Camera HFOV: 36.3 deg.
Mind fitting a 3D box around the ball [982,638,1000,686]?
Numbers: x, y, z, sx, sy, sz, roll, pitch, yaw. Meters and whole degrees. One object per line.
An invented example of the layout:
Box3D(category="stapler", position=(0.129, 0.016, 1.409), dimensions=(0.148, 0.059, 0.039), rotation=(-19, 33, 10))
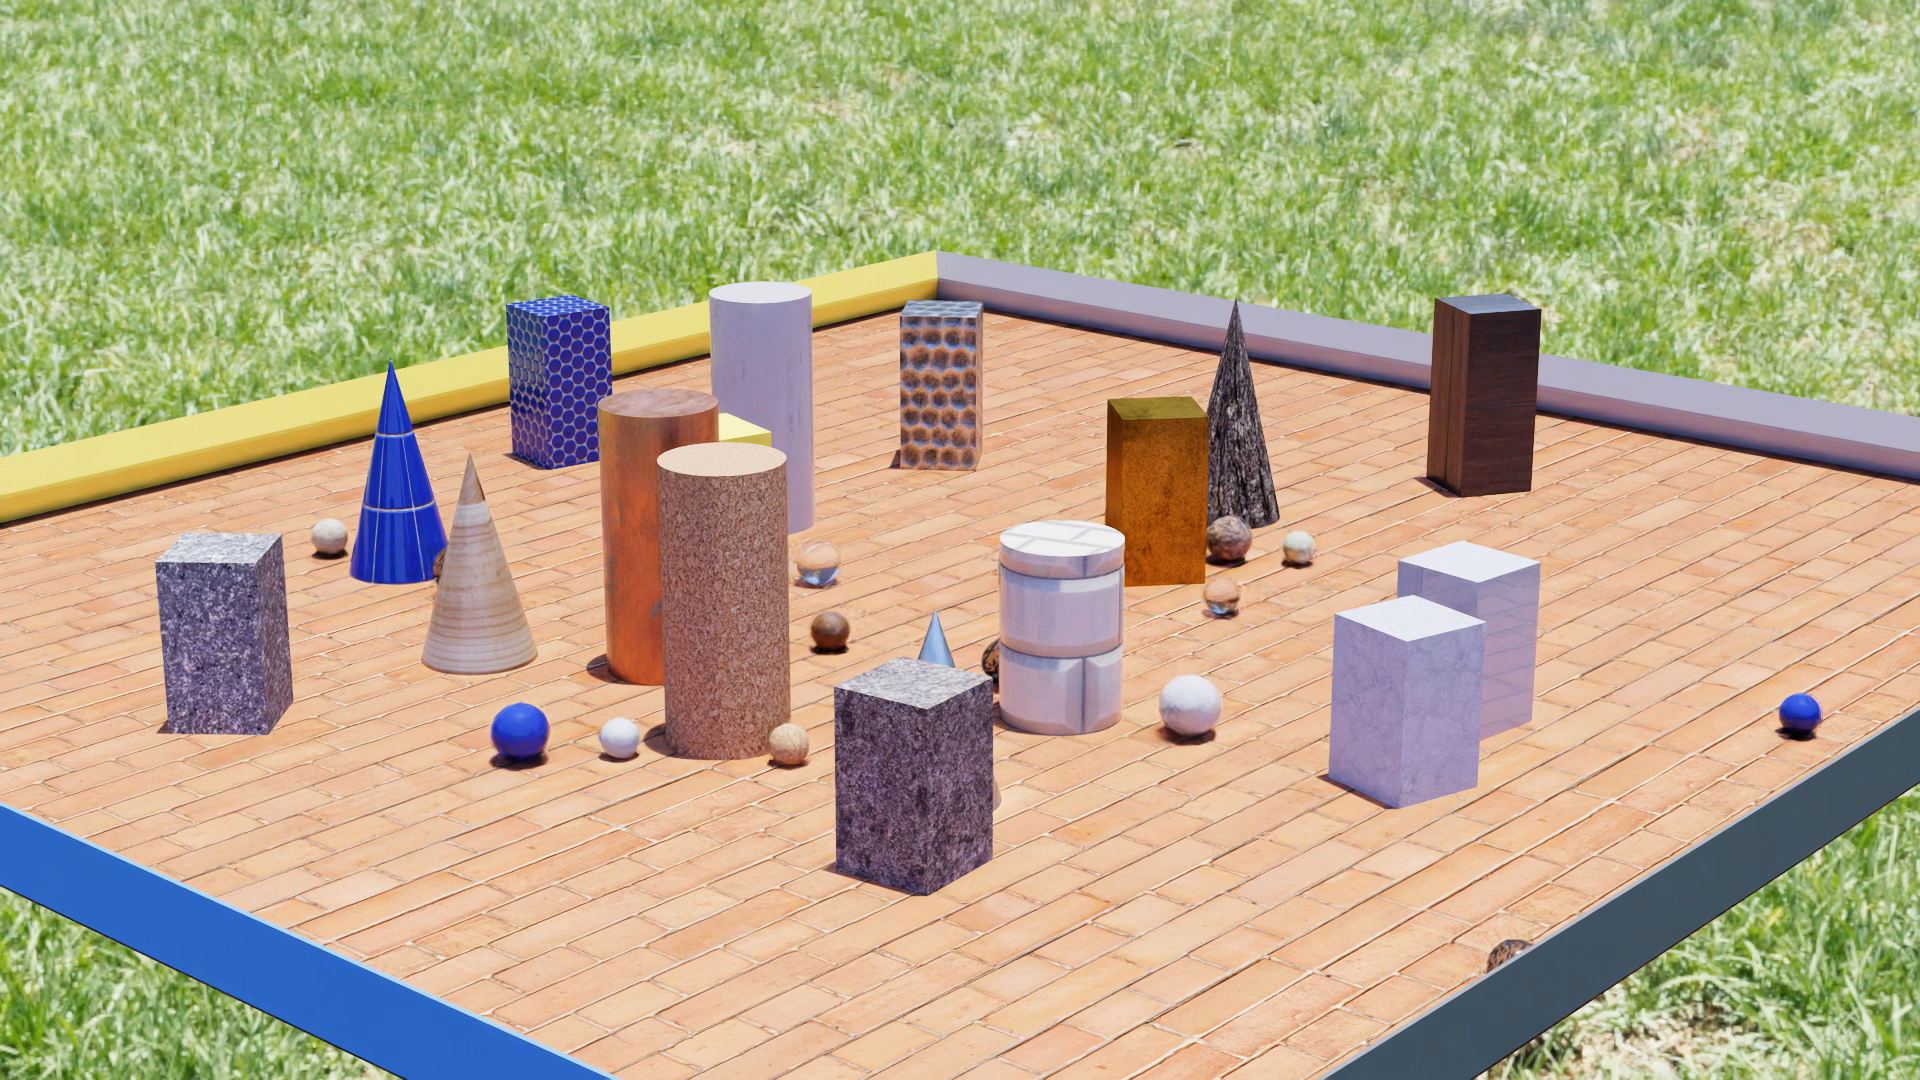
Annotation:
Box3D(category="ball", position=(0.073, 0.195, 4.657), dimensions=(0.079, 0.079, 0.079), rotation=(0, 17, 0))

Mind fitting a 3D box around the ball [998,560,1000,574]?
Box3D(category="ball", position=(0.090, 0.048, 5.196), dimensions=(0.049, 0.049, 0.049), rotation=(0, 17, 0))

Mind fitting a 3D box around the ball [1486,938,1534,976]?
Box3D(category="ball", position=(0.678, 0.524, 3.577), dimensions=(0.075, 0.075, 0.075), rotation=(0, 17, 0))

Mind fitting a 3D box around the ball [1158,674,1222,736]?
Box3D(category="ball", position=(0.348, 0.251, 4.447), dimensions=(0.095, 0.095, 0.095), rotation=(0, 17, 0))

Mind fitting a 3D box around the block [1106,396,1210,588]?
Box3D(category="block", position=(0.348, -0.087, 5.203), dimensions=(0.152, 0.304, 0.152), rotation=(-2, 17, -7))

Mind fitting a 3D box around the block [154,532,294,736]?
Box3D(category="block", position=(-1.125, 0.143, 4.494), dimensions=(0.152, 0.274, 0.152), rotation=(1, 17, 2))

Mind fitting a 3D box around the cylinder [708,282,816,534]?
Box3D(category="cylinder", position=(-0.369, -0.246, 5.485), dimensions=(0.190, 0.444, 0.190), rotation=(0, 17, 0))

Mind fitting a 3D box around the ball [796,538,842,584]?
Box3D(category="ball", position=(-0.250, 0.038, 5.176), dimensions=(0.081, 0.081, 0.081), rotation=(0, 17, 0))

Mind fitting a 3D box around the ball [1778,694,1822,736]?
Box3D(category="ball", position=(1.276, 0.265, 4.454), dimensions=(0.063, 0.063, 0.063), rotation=(0, 17, 0))

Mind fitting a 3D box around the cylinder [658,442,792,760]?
Box3D(category="cylinder", position=(-0.351, 0.090, 4.384), dimensions=(0.190, 0.438, 0.190), rotation=(0, 17, 0))

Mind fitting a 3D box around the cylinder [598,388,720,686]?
Box3D(category="cylinder", position=(-0.477, -0.006, 4.698), dimensions=(0.190, 0.441, 0.190), rotation=(0, 17, 0))

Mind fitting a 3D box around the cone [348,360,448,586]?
Box3D(category="cone", position=(-1.001, -0.134, 5.211), dimensions=(0.190, 0.390, 0.190), rotation=(0, 17, 0))

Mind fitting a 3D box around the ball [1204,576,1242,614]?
Box3D(category="ball", position=(0.448, 0.095, 5.015), dimensions=(0.065, 0.065, 0.065), rotation=(0, 17, 0))

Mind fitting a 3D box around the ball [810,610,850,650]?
Box3D(category="ball", position=(-0.214, 0.149, 4.832), dimensions=(0.066, 0.066, 0.066), rotation=(0, 17, 0))

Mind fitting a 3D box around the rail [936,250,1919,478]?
Box3D(category="rail", position=(1.170, -0.359, 6.410), dimensions=(3.303, 0.124, 0.045), rotation=(14, 22, 39))

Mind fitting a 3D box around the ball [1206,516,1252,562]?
Box3D(category="ball", position=(0.485, -0.002, 5.303), dimensions=(0.083, 0.083, 0.083), rotation=(0, 17, 0))

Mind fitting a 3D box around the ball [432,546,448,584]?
Box3D(category="ball", position=(-0.875, 0.052, 5.113), dimensions=(0.090, 0.090, 0.090), rotation=(0, 17, 0))

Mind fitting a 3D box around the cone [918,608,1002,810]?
Box3D(category="cone", position=(-0.035, 0.234, 4.168), dimensions=(0.190, 0.288, 0.190), rotation=(0, 17, 0))

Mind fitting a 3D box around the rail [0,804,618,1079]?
Box3D(category="rail", position=(-1.170, 0.421, 3.831), dimensions=(3.303, 0.124, 0.045), rotation=(14, 22, 39))

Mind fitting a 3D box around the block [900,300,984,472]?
Box3D(category="block", position=(-0.036, -0.313, 5.931), dimensions=(0.152, 0.316, 0.152), rotation=(2, 17, 5))

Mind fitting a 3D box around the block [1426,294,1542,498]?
Box3D(category="block", position=(1.026, -0.285, 5.750), dimensions=(0.152, 0.366, 0.152), rotation=(-5, 18, -17))

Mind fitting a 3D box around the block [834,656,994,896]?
Box3D(category="block", position=(-0.061, 0.315, 3.943), dimensions=(0.152, 0.263, 0.152), rotation=(12, 20, 33))

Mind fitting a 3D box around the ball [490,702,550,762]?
Box3D(category="ball", position=(-0.651, 0.285, 4.345), dimensions=(0.088, 0.088, 0.088), rotation=(0, 17, 0))

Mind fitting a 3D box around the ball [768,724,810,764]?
Box3D(category="ball", position=(-0.252, 0.301, 4.337), dimensions=(0.061, 0.061, 0.061), rotation=(0, 17, 0))

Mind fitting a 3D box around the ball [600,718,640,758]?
Box3D(category="ball", position=(-0.507, 0.294, 4.365), dimensions=(0.059, 0.059, 0.059), rotation=(0, 17, 0))

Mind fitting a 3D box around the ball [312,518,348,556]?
Box3D(category="ball", position=(-1.148, -0.005, 5.343), dimensions=(0.066, 0.066, 0.066), rotation=(0, 17, 0))

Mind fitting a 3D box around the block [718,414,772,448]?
Box3D(category="block", position=(-0.419, -0.025, 4.942), dimensions=(0.152, 0.336, 0.152), rotation=(-11, 20, -32))

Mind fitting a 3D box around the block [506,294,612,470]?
Box3D(category="block", position=(-0.812, -0.322, 5.962), dimensions=(0.152, 0.315, 0.152), rotation=(-12, 21, -35))

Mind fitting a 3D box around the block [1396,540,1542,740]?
Box3D(category="block", position=(0.773, 0.155, 4.483), dimensions=(0.152, 0.257, 0.152), rotation=(-15, 22, -40))

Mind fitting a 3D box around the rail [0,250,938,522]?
Box3D(category="rail", position=(-1.229, -0.278, 6.142), dimensions=(0.045, 0.124, 3.616), rotation=(14, 22, 39))

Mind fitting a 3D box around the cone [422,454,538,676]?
Box3D(category="cone", position=(-0.788, 0.024, 4.759), dimensions=(0.190, 0.349, 0.190), rotation=(0, 17, 0))

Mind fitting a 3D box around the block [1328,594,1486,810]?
Box3D(category="block", position=(0.645, 0.232, 4.236), dimensions=(0.152, 0.252, 0.152), rotation=(-11, 20, -33))

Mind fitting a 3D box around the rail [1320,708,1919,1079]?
Box3D(category="rail", position=(1.229, 0.340, 4.099), dimensions=(0.045, 0.124, 3.616), rotation=(14, 22, 39))

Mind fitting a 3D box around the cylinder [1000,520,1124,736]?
Box3D(category="cylinder", position=(0.156, 0.134, 4.504), dimensions=(0.190, 0.286, 0.190), rotation=(0, 17, 0))

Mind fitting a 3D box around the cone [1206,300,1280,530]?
Box3D(category="cone", position=(0.515, -0.250, 5.532), dimensions=(0.190, 0.426, 0.190), rotation=(0, 17, 0))

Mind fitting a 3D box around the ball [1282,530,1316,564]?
Box3D(category="ball", position=(0.611, 0.014, 5.289), dimensions=(0.061, 0.061, 0.061), rotation=(0, 17, 0))
